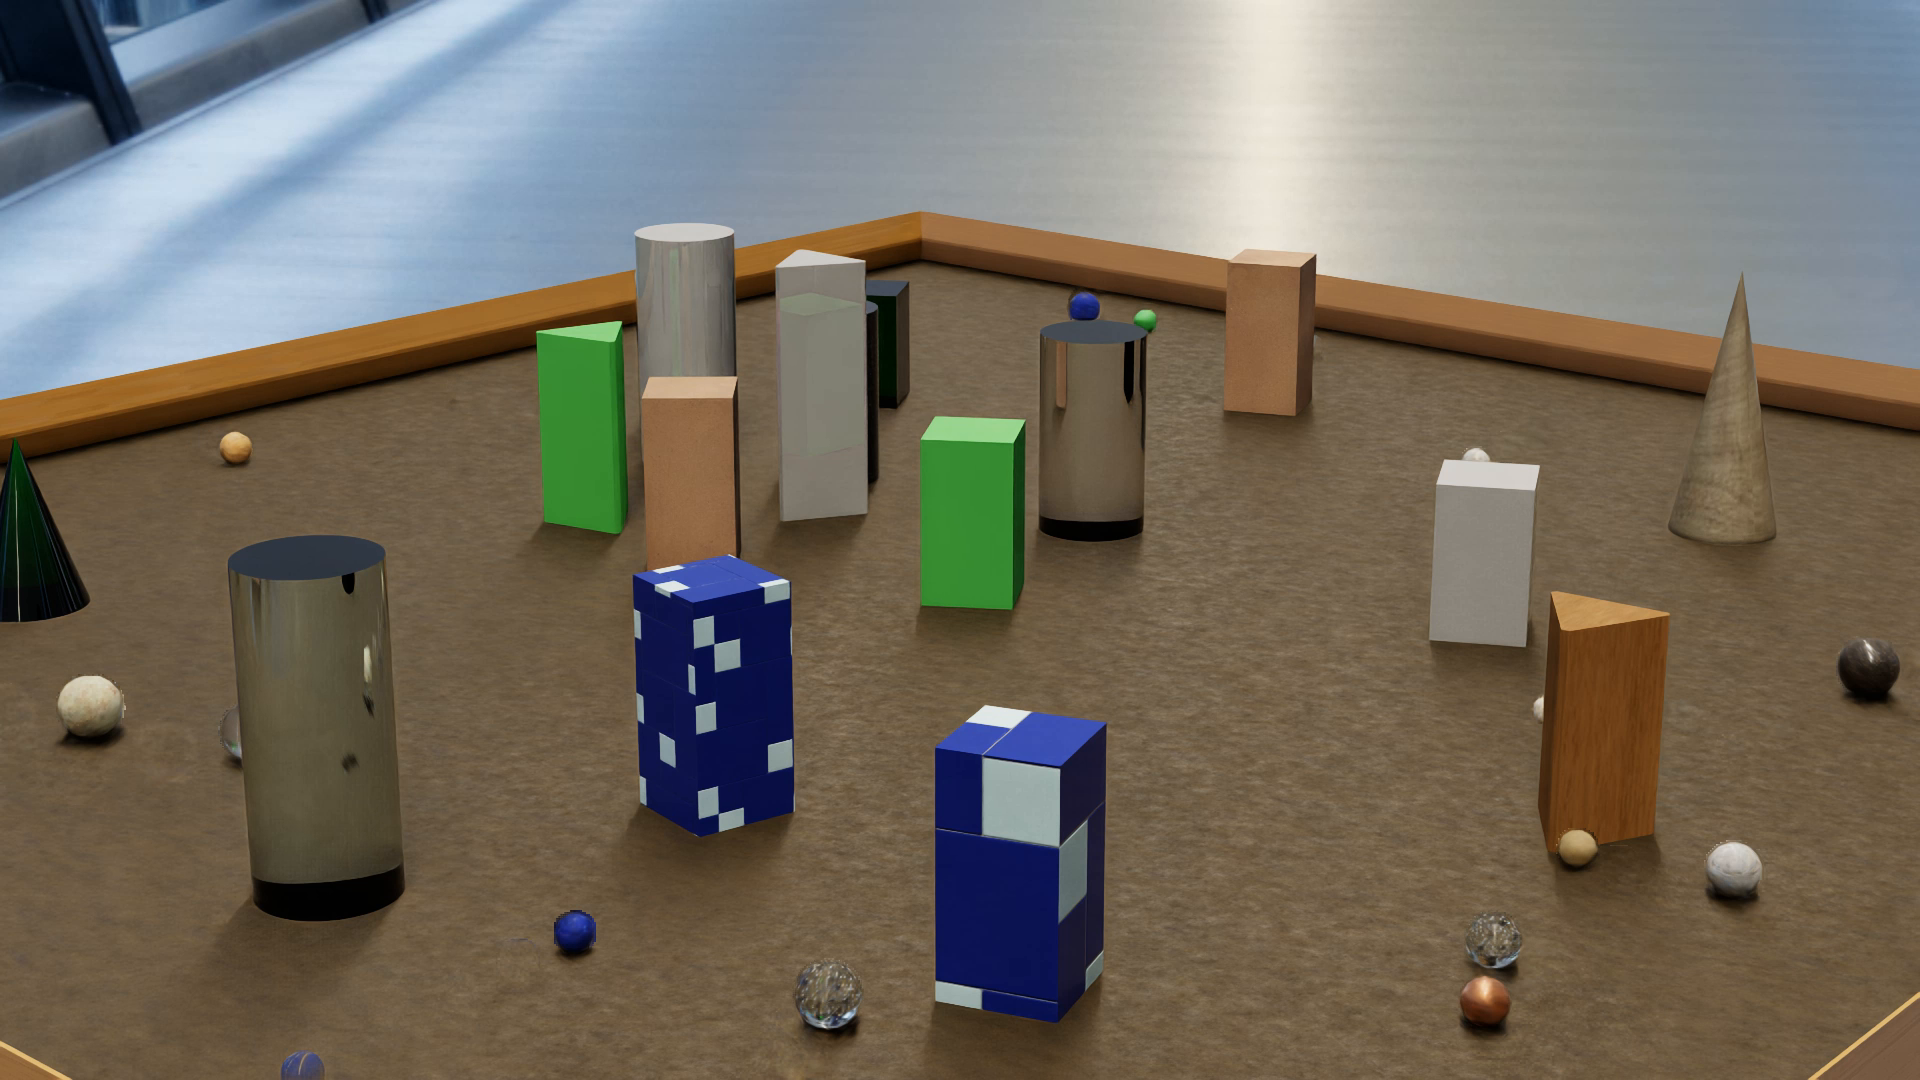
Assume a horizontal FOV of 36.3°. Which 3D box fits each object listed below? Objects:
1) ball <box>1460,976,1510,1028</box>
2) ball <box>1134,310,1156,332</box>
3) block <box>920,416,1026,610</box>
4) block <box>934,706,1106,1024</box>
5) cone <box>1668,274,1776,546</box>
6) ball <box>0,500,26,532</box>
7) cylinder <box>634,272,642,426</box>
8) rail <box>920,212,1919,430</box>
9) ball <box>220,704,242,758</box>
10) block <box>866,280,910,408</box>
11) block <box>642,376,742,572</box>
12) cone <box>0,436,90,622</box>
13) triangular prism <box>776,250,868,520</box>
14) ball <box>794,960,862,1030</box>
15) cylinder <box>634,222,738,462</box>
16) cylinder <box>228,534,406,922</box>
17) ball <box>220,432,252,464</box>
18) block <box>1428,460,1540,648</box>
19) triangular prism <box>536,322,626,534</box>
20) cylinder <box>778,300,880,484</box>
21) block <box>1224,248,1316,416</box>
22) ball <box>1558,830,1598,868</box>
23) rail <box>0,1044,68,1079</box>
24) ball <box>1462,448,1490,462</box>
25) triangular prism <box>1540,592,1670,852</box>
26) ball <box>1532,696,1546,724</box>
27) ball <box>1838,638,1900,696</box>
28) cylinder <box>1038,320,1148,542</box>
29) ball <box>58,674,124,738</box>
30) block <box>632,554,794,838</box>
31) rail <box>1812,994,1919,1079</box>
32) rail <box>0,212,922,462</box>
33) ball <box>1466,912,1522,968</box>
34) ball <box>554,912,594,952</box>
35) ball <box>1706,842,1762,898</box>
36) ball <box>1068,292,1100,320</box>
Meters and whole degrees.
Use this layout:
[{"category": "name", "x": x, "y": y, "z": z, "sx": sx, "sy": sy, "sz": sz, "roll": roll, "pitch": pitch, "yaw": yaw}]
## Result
[{"category": "ball", "x": 0.630, "y": 0.554, "z": 3.514, "sx": 0.060, "sy": 0.060, "sz": 0.060, "roll": 0, "pitch": 17, "yaw": 0}, {"category": "ball", "x": 0.450, "y": -0.532, "z": 7.125, "sx": 0.056, "sy": 0.056, "sz": 0.056, "roll": 0, "pitch": 17, "yaw": 0}, {"category": "block", "x": 0.024, "y": -0.048, "z": 5.101, "sx": 0.160, "sy": 0.297, "sz": 0.160, "roll": 2, "pitch": 17, "yaw": 8}, {"category": "block", "x": 0.074, "y": 0.393, "z": 3.578, "sx": 0.160, "sy": 0.330, "sz": 0.160, "roll": 7, "pitch": 18, "yaw": 22}, {"category": "cone", "x": 1.434, "y": -0.256, "z": 5.445, "sx": 0.199, "sy": 0.497, "sz": 0.199, "roll": 0, "pitch": 17, "yaw": 0}, {"category": "ball", "x": -1.782, "y": -0.045, "z": 5.506, "sx": 0.057, "sy": 0.057, "sz": 0.057, "roll": 0, "pitch": 17, "yaw": 0}, {"category": "cylinder", "x": -0.586, "y": -0.409, "z": 6.239, "sx": 0.199, "sy": 0.331, "sz": 0.199, "roll": 0, "pitch": 17, "yaw": 0}, {"category": "rail", "x": 1.423, "y": -0.440, "z": 6.689, "sx": 4.096, "sy": 0.130, "sz": 0.045, "roll": 14, "pitch": 22, "yaw": 39}, {"category": "ball", "x": -1.055, "y": 0.284, "z": 4.362, "sx": 0.088, "sy": 0.088, "sz": 0.088, "roll": 0, "pitch": 17, "yaw": 0}, {"category": "block", "x": -0.204, "y": -0.433, "z": 6.460, "sx": 0.160, "sy": 0.251, "sz": 0.160, "roll": 3, "pitch": 17, "yaw": 9}, {"category": "block", "x": -0.481, "y": -0.117, "z": 5.282, "sx": 0.160, "sy": 0.325, "sz": 0.160, "roll": 0, "pitch": 17, "yaw": -1}, {"category": "cone", "x": -1.612, "y": -0.034, "z": 5.043, "sx": 0.199, "sy": 0.302, "sz": 0.199, "roll": 0, "pitch": 17, "yaw": 0}, {"category": "triangular prism", "x": -0.281, "y": -0.299, "z": 5.599, "sx": 0.173, "sy": 0.490, "sz": 0.150, "roll": -5, "pitch": 18, "yaw": -17}, {"category": "ball", "x": -0.158, "y": 0.544, "z": 3.508, "sx": 0.081, "sy": 0.081, "sz": 0.081, "roll": 0, "pitch": 17, "yaw": 0}, {"category": "cylinder", "x": -0.553, "y": -0.393, "z": 5.947, "sx": 0.199, "sy": 0.469, "sz": 0.199, "roll": 0, "pitch": 17, "yaw": 0}, {"category": "cylinder", "x": -0.840, "y": 0.244, "z": 3.838, "sx": 0.199, "sy": 0.465, "sz": 0.199, "roll": 0, "pitch": 17, "yaw": 0}, {"category": "ball", "x": -1.474, "y": -0.187, "z": 5.966, "sx": 0.064, "sy": 0.064, "sz": 0.064, "roll": 0, "pitch": 17, "yaw": 0}, {"category": "block", "x": 0.880, "y": 0.021, "z": 4.918, "sx": 0.160, "sy": 0.270, "sz": 0.160, "roll": 4, "pitch": 17, "yaw": 13}, {"category": "triangular prism", "x": -0.679, "y": -0.219, "z": 5.545, "sx": 0.173, "sy": 0.368, "sz": 0.150, "roll": 9, "pitch": 19, "yaw": 27}, {"category": "cylinder", "x": -0.261, "y": -0.294, "z": 5.834, "sx": 0.199, "sy": 0.345, "sz": 0.199, "roll": 0, "pitch": 17, "yaw": 0}, {"category": "block", "x": 0.677, "y": -0.455, "z": 6.397, "sx": 0.160, "sy": 0.328, "sz": 0.160, "roll": 6, "pitch": 18, "yaw": 19}, {"category": "ball", "x": 0.838, "y": 0.419, "z": 3.977, "sx": 0.051, "sy": 0.051, "sz": 0.051, "roll": 0, "pitch": 17, "yaw": 0}, {"category": "rail", "x": -1.423, "y": 0.505, "z": 3.550, "sx": 4.096, "sy": 0.130, "sz": 0.045, "roll": 14, "pitch": 22, "yaw": 39}, {"category": "ball", "x": 1.035, "y": -0.156, "z": 5.879, "sx": 0.055, "sy": 0.055, "sz": 0.055, "roll": 0, "pitch": 17, "yaw": 0}, {"category": "triangular prism", "x": 0.861, "y": 0.245, "z": 4.083, "sx": 0.173, "sy": 0.321, "sz": 0.150, "roll": -7, "pitch": 18, "yaw": -23}, {"category": "ball", "x": 0.903, "y": 0.261, "z": 4.516, "sx": 0.041, "sy": 0.041, "sz": 0.041, "roll": 0, "pitch": 17, "yaw": 0}, {"category": "ball", "x": 1.434, "y": 0.200, "z": 4.628, "sx": 0.094, "sy": 0.094, "sz": 0.094, "roll": 0, "pitch": 17, "yaw": 0}, {"category": "cylinder", "x": 0.248, "y": -0.205, "z": 5.486, "sx": 0.199, "sy": 0.376, "sz": 0.199, "roll": 0, "pitch": 17, "yaw": 0}, {"category": "ball", "x": -1.320, "y": 0.253, "z": 4.451, "sx": 0.096, "sy": 0.096, "sz": 0.096, "roll": 0, "pitch": 17, "yaw": 0}, {"category": "block", "x": -0.347, "y": 0.217, "z": 4.139, "sx": 0.160, "sy": 0.343, "sz": 0.160, "roll": -12, "pitch": 21, "yaw": -35}, {"category": "rail", "x": 1.528, "y": 0.415, "z": 3.849, "sx": 0.045, "sy": 0.130, "sz": 4.388, "roll": 14, "pitch": 22, "yaw": 39}, {"category": "rail", "x": -1.528, "y": -0.350, "z": 6.390, "sx": 0.045, "sy": 0.130, "sz": 4.388, "roll": 14, "pitch": 22, "yaw": 39}, {"category": "ball", "x": 0.668, "y": 0.502, "z": 3.669, "sx": 0.070, "sy": 0.070, "sz": 0.070, "roll": 0, "pitch": 17, "yaw": 0}, {"category": "ball", "x": -0.489, "y": 0.497, "z": 3.717, "sx": 0.050, "sy": 0.050, "sz": 0.050, "roll": 0, "pitch": 17, "yaw": 0}, {"category": "ball", "x": 1.024, "y": 0.437, "z": 3.879, "sx": 0.073, "sy": 0.073, "sz": 0.073, "roll": 0, "pitch": 17, "yaw": 0}, {"category": "ball", "x": 0.306, "y": -0.571, "z": 7.215, "sx": 0.078, "sy": 0.078, "sz": 0.078, "roll": 0, "pitch": 17, "yaw": 0}]
